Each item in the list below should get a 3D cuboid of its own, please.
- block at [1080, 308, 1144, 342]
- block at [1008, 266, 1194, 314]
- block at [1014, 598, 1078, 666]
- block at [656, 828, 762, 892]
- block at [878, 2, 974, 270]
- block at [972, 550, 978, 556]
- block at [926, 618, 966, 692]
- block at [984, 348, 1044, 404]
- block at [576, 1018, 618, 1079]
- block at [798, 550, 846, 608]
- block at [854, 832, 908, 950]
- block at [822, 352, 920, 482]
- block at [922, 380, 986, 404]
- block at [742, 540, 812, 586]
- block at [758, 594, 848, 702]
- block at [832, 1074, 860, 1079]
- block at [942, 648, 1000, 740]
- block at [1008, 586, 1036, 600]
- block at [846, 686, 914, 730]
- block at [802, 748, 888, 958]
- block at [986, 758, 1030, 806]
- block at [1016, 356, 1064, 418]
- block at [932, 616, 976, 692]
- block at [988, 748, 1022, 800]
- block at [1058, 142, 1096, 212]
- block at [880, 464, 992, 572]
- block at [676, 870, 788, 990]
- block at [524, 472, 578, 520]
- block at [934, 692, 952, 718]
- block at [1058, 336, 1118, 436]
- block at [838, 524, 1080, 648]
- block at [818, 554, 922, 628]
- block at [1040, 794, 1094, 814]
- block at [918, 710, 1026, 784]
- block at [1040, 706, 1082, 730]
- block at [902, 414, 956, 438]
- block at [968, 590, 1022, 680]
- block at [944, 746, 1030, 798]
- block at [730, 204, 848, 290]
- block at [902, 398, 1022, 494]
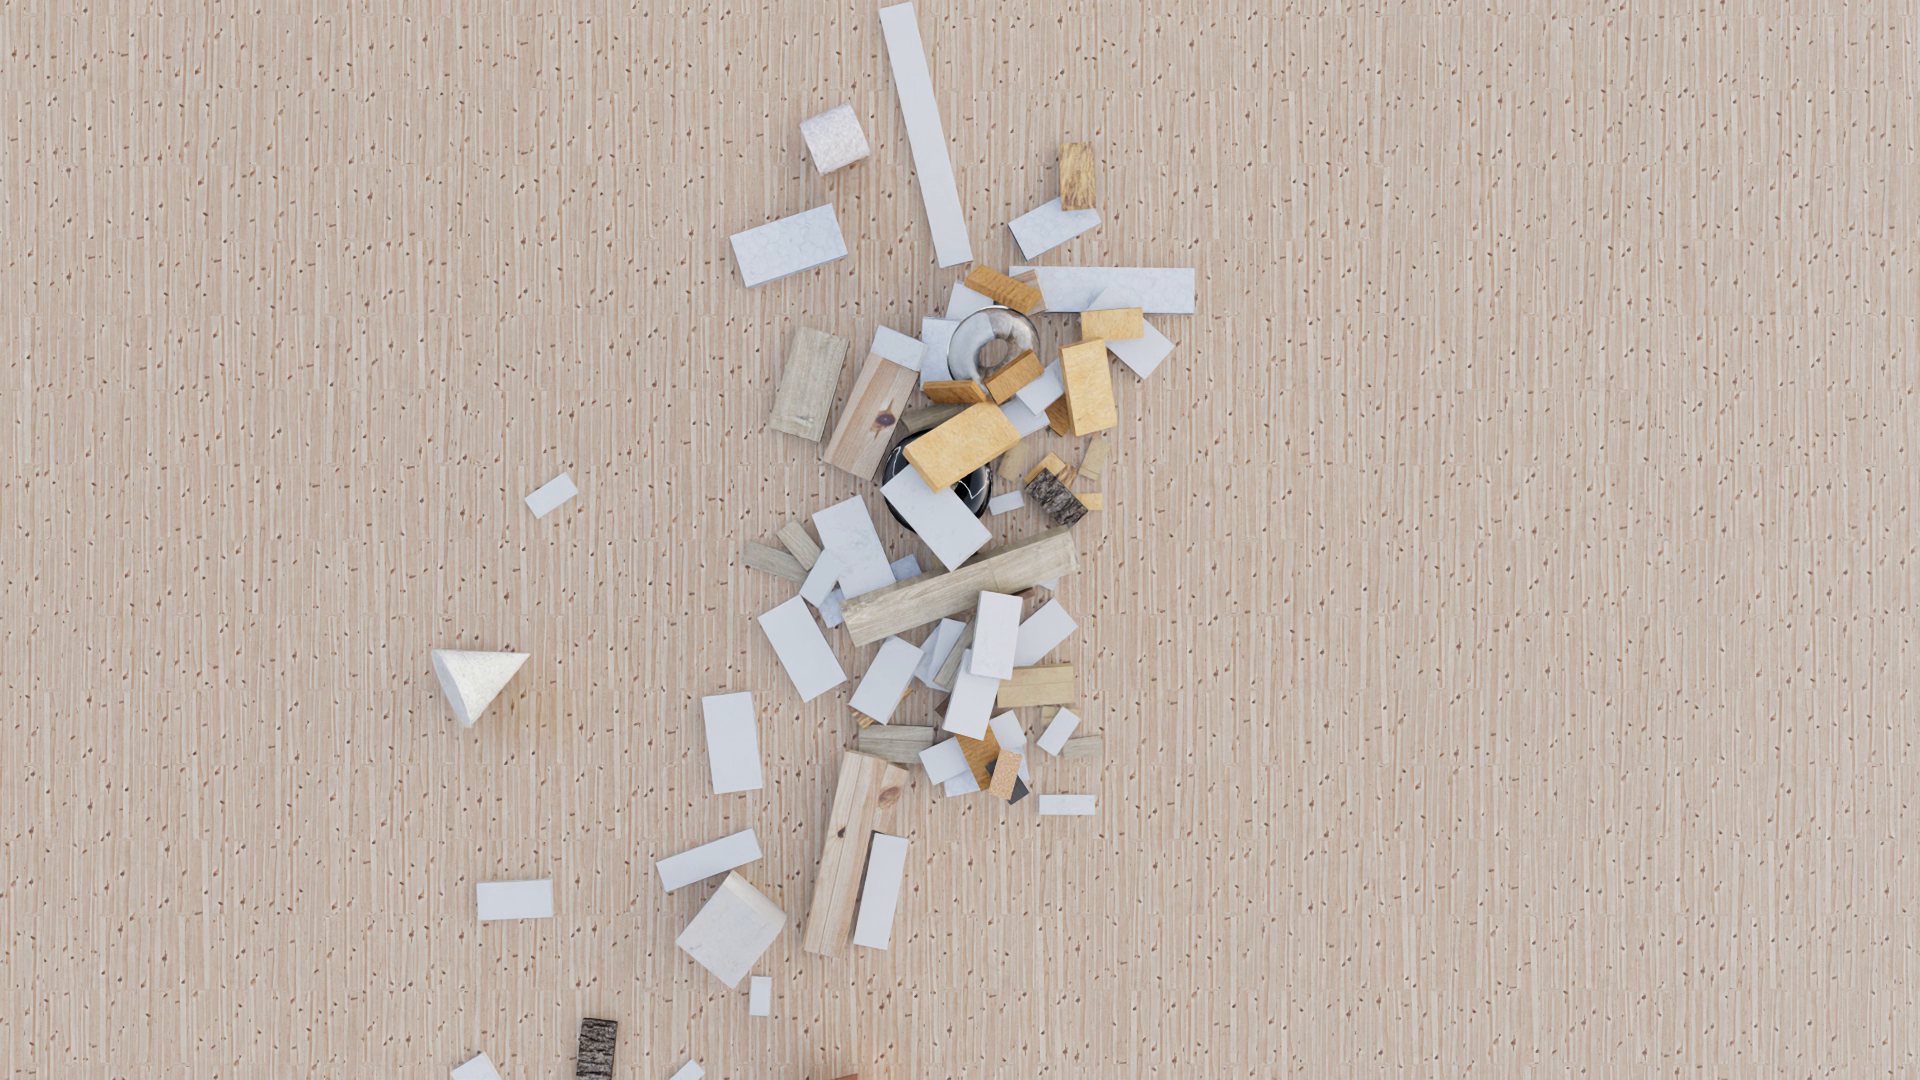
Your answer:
[{"bbox_3d":[0.499,-0.705,5.410,0.201,0.028,0.100,-4,101,1],"label":"block"},{"bbox_3d":[0.468,-0.829,5.479,0.613,0.042,0.148,1,90,0],"label":"block"},{"bbox_3d":[0.254,0.321,5.482,0.255,0.036,0.127,-40,90,0],"label":"block"},{"bbox_3d":[-0.833,1.062,5.485,0.338,0.029,0.103,-20,90,0],"label":"block"},{"bbox_3d":[-0.113,-1.344,5.484,0.113,0.032,0.881,-13,90,0],"label":"block"},{"bbox_3d":[0.033,0.014,5.407,0.024,0.172,0.086,-20,79,3],"label":"block"},{"bbox_3d":[-0.028,0.383,5.454,0.117,0.033,0.234,14,90,0],"label":"block"},{"bbox_3d":[0.177,-0.534,5.387,0.189,0.027,0.095,-35,129,-2],"label":"block"},{"bbox_3d":[-1.209,1.711,5.484,0.114,0.032,0.228,6,90,0],"label":"block"},{"bbox_3d":[-0.453,0.128,5.433,0.088,0.025,0.176,37,108,19],"label":"block"},{"bbox_3d":[-0.262,1.165,5.484,0.114,0.032,0.374,11,90,0],"label":"block"},{"bbox_3d":[-0.295,-0.407,5.475,0.177,0.050,0.393,24,90,0],"label":"block"},{"bbox_3d":[-0.020,-0.485,5.399,0.189,0.095,0.027,1,63,31],"label":"block"},{"bbox_3d":[-0.577,0.087,5.489,0.288,0.023,0.081,20,90,0],"label":"block"},{"bbox_3d":[-0.522,0.359,5.477,0.161,0.046,0.322,-29,90,0],"label":"block"},{"bbox_3d":[-0.427,1.920,5.382,0.237,0.237,0.237,-13,90,0],"label":"block"},{"bbox_3d":[0.045,0.503,5.378,0.136,0.039,0.272,17,85,-9],"label":"block"},{"bbox_3d":[0.161,0.193,5.455,0.172,0.086,0.024,-23,107,0],"label":"block"},{"bbox_3d":[-0.265,0.523,5.464,0.210,0.030,0.105,-38,71,-3],"label":"block"},{"bbox_3d":[-0.382,1.037,5.445,0.140,0.040,0.686,13,96,0],"label":"block"},{"bbox_3d":[0.154,0.780,5.373,0.075,0.021,0.150,-34,85,-2],"label":"block"},{"bbox_3d":[0.290,-0.505,5.432,0.201,0.028,0.100,-40,81,-12],"label":"block"},{"bbox_3d":[0.031,0.388,5.419,0.127,0.036,0.255,31,87,-8],"label":"block"},{"bbox_3d":[0.147,0.761,5.353,0.075,0.021,0.150,16,85,2],"label":"block"},{"bbox_3d":[0.387,-1.203,5.452,0.113,0.032,0.226,-3,77,6],"label":"block"},{"bbox_3d":[-0.077,-0.086,5.323,0.176,0.050,0.352,-41,78,-2],"label":"block"},{"bbox_3d":[-0.741,1.266,5.381,0.239,0.239,0.239,39,90,0],"label":"block"},{"bbox_3d":[-1.358,-0.148,5.489,0.162,0.023,0.081,-33,90,0],"label":"block"},{"bbox_3d":[0.025,0.528,5.485,0.103,0.029,0.206,45,90,0],"label":"block"},{"bbox_3d":[0.419,-0.504,5.414,0.148,0.042,0.297,-16,110,-13],"label":"block"},{"bbox_3d":[0.002,0.151,5.407,0.786,0.046,0.161,-19,123,0],"label":"block"},{"bbox_3d":[-0.297,0.169,5.485,0.360,0.030,0.105,-25,90,0],"label":"block"},{"bbox_3d":[0.356,0.880,5.491,0.185,0.018,0.065,0,90,0],"label":"block"},{"bbox_3d":[0.043,0.685,5.444,0.341,0.033,0.117,-25,85,-1],"label":"block"},{"bbox_3d":[0.336,0.589,5.491,0.130,0.018,0.065,6,90,0],"label":"block"},{"bbox_3d":[-0.102,-0.390,5.455,0.176,0.088,0.025,-17,118,0],"label":"block"},{"bbox_3d":[0.115,0.311,5.363,0.136,0.039,0.272,10,81,-10],"label":"block"},{"bbox_3d":[0.079,0.754,5.480,0.280,0.040,0.140,-12,90,0],"label":"block"},{"bbox_3d":[-0.566,-0.975,5.475,0.354,0.050,0.177,-18,90,0],"label":"block"},{"bbox_3d":[0.008,-0.309,5.353,0.352,0.050,0.176,-33,76,-24],"label":"block"}]
